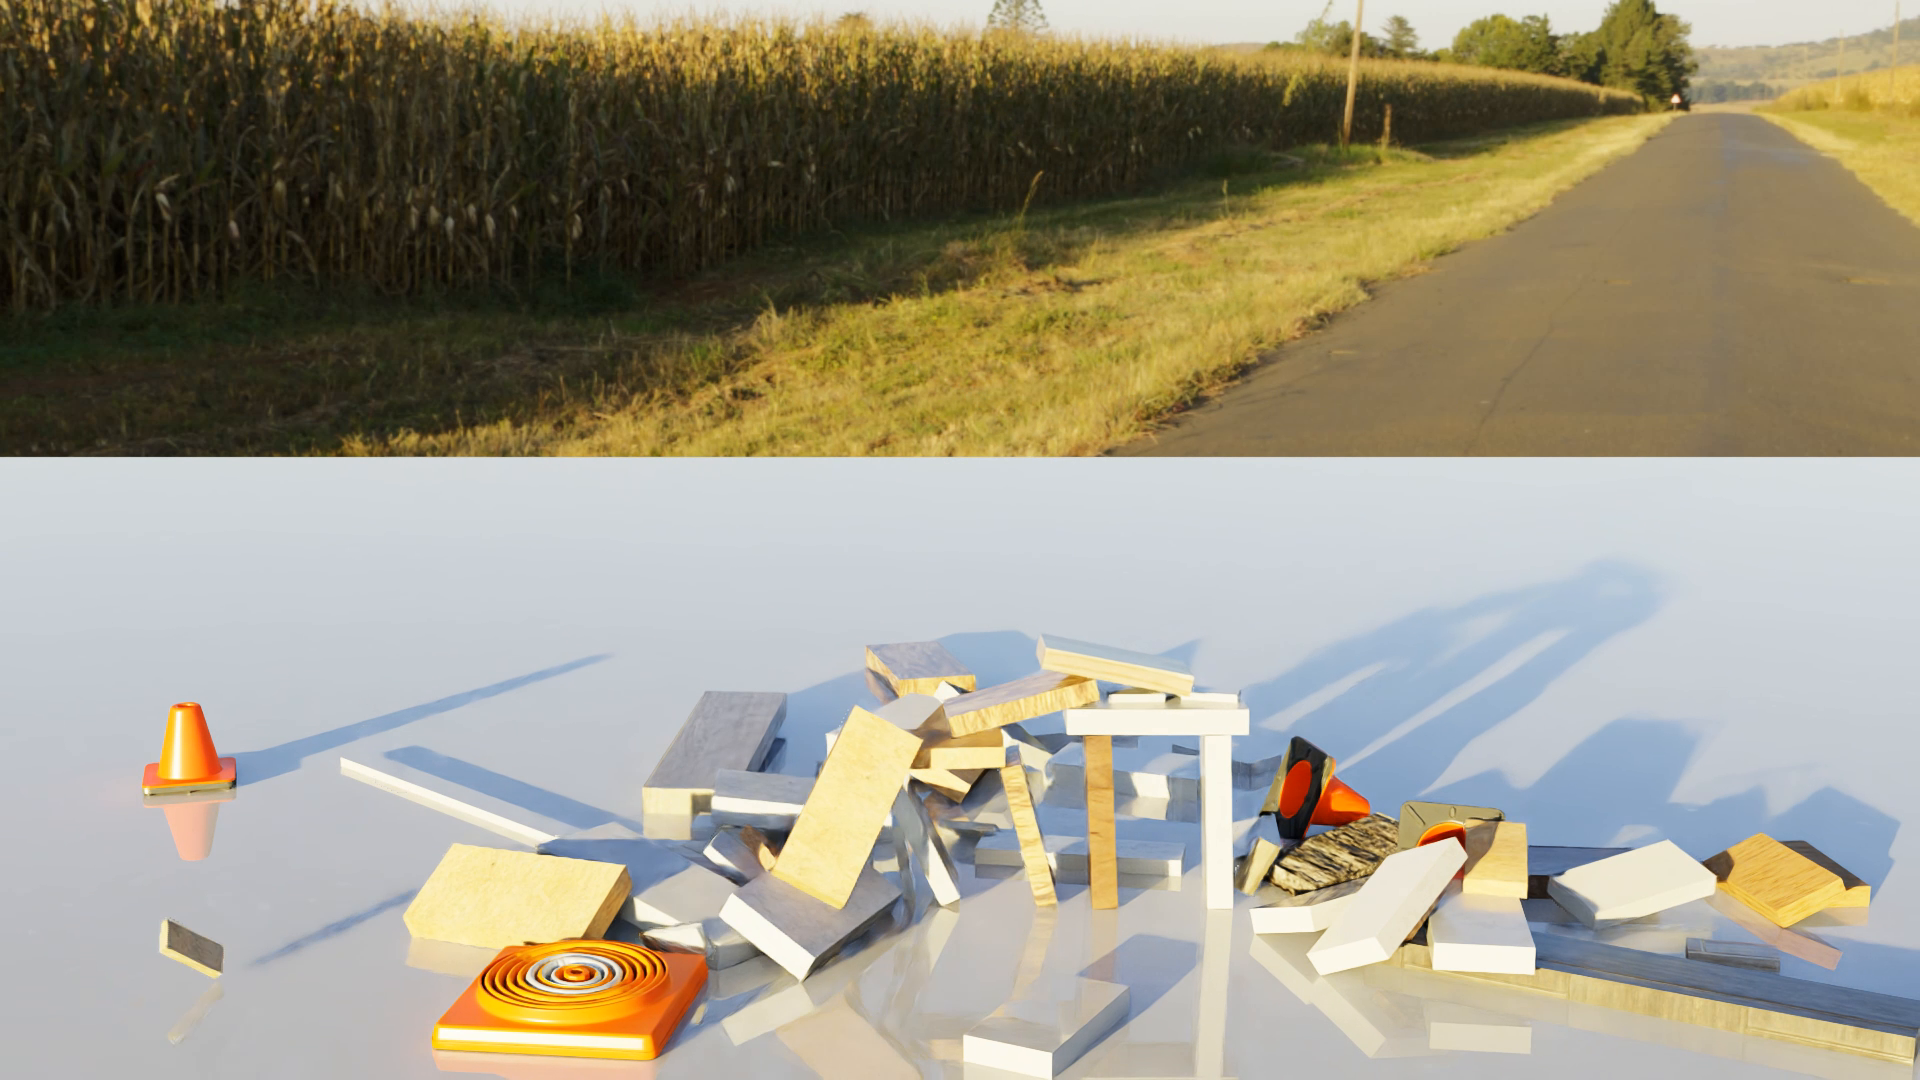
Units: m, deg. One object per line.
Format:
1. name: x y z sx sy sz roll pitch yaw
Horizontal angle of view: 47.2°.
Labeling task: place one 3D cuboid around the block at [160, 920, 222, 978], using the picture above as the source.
1. block: -1.145 0.610 3.278 0.015 0.104 0.052 -35 42 16

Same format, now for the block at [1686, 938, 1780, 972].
1. block: 1.184 0.636 3.372 0.132 0.019 0.066 3 11 15

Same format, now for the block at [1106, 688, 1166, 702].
1. block: 0.288 0.254 3.606 0.092 0.013 0.046 0 11 -2

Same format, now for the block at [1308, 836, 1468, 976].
1. block: 0.654 0.557 3.355 0.138 0.039 0.275 -28 7 46

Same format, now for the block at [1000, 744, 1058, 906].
1. block: 0.112 0.471 3.645 0.034 0.241 0.121 -15 10 3

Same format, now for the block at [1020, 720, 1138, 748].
1. block: 0.160 0.406 4.581 0.415 0.029 0.101 -3 11 -18

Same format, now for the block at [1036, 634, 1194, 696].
1. block: 0.252 0.204 3.607 0.245 0.035 0.122 11 8 -5

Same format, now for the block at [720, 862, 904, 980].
1. block: -0.228 0.569 3.445 0.161 0.046 0.322 35 21 14

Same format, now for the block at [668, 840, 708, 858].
1. block: -0.436 0.557 3.778 0.087 0.025 0.174 -9 14 -41

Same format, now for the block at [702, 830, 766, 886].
1. block: -0.360 0.541 3.640 0.132 0.019 0.066 41 20 -2

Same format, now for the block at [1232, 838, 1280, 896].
1. block: 0.490 0.543 3.653 0.013 0.092 0.046 39 -10 -33

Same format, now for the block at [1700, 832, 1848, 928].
1. block: 1.338 0.559 3.624 0.119 0.034 0.239 -25 14 -6

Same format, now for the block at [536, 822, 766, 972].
1. block: -0.475 0.564 3.522 0.447 0.046 0.161 19 20 39

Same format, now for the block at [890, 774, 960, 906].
1. block: -0.069 0.476 3.645 0.034 0.241 0.121 -25 10 4

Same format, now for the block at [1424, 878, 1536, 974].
1. block: 0.786 0.586 3.355 0.145 0.041 0.290 1 11 8

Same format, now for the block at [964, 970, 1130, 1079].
1. block: 0.125 0.678 3.091 0.133 0.038 0.266 5 12 27

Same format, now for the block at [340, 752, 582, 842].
1. block: -0.863 0.503 4.088 0.994 0.017 0.061 10 15 43

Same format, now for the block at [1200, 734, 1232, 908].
1. block: 0.424 0.446 3.641 0.041 0.292 0.146 -1 10 3

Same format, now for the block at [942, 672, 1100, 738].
1. block: 0.098 0.261 3.599 0.245 0.035 0.122 -14 10 -3

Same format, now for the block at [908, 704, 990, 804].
1. block: -0.017 0.415 4.306 0.154 0.044 0.309 31 16 7

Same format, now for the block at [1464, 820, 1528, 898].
1. block: 0.852 0.505 3.498 0.095 0.027 0.191 2 22 13

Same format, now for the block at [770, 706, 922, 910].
1. block: -0.177 0.419 3.470 0.122 0.303 0.035 28 -28 -4

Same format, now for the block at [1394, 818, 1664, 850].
1. block: 0.970 0.534 3.869 0.514 0.038 0.133 1 11 5

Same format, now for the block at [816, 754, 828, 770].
1. block: -0.237 0.440 4.430 0.061 0.017 0.121 4 11 20

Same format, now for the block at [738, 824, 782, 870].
1. block: -0.312 0.542 3.726 0.087 0.025 0.192 38 -4 -21

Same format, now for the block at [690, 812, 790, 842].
1. block: -0.393 0.520 3.980 0.174 0.025 0.087 1 11 5

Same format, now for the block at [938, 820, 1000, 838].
1. block: 0.017 0.519 3.943 0.103 0.015 0.052 3 -22 14

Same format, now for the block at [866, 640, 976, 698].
1. block: -0.095 0.301 5.090 0.175 0.049 0.349 -3 11 -15

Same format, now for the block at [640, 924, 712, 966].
1. block: -0.428 0.612 3.329 0.103 0.052 0.015 -13 17 27

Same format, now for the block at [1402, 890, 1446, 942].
1. block: 0.685 0.572 3.354 0.066 0.019 0.132 -29 6 43

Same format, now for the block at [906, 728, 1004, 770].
1. block: -0.049 0.344 3.623 0.241 0.034 0.121 -1 10 -1

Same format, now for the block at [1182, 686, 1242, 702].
1. block: 0.413 0.253 3.613 0.092 0.013 0.046 3 11 14

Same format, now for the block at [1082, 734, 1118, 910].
1. block: 0.230 0.446 3.640 0.041 0.293 0.146 -3 11 1

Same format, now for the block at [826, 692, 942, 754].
1. block: -0.120 0.386 4.505 0.154 0.044 0.309 7 16 32

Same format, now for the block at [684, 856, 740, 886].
1. block: -0.432 0.555 3.671 0.148 0.021 0.074 2 15 13

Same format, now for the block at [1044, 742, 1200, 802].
1. block: 0.336 0.451 4.296 0.309 0.044 0.154 4 11 22

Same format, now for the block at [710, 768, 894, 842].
1. block: -0.273 0.482 4.001 0.349 0.049 0.175 6 10 -4

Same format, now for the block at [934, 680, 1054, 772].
1. block: 0.070 0.373 4.415 0.133 0.038 0.266 26 7 -39

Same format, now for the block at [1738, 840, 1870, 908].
1. block: 1.424 0.563 3.720 0.119 0.034 0.239 -1 11 -5

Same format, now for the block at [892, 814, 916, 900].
1. block: -0.093 0.526 3.655 0.018 0.129 0.064 -9 10 1

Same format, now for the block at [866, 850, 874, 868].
1. block: -0.158 0.526 3.656 0.018 0.129 0.064 -6 11 -10

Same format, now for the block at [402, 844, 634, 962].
1. block: -0.694 0.568 3.455 0.322 0.046 0.161 3 39 23

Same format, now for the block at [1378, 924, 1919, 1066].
1. block: 0.995 0.649 3.239 0.779 0.041 0.145 6 12 29

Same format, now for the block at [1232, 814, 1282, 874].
1. block: 0.514 0.531 3.853 0.095 0.027 0.191 -13 9 7

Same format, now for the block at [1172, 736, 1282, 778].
1. block: 0.536 0.435 4.427 0.101 0.029 0.202 -10 14 -42

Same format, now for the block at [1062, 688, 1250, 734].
1. block: 0.319 0.280 3.612 0.292 0.041 0.146 0 11 0

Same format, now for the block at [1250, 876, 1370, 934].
1. block: 0.613 0.579 3.512 0.275 0.039 0.138 -8 -5 -35

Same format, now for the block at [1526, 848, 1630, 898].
1. block: 1.018 0.562 3.708 0.290 0.041 0.145 1 11 4

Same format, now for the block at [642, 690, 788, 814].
1. block: -0.480 0.417 4.394 0.175 0.049 0.625 1 13 4

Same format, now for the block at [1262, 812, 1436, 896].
1. block: 0.657 0.539 3.721 0.275 0.039 0.138 -14 21 -31

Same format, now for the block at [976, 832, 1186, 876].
1. block: 0.211 0.546 3.832 0.357 0.027 0.095 2 11 11

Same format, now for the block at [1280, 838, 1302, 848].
1. block: 0.618 0.547 3.852 0.132 0.019 0.066 3 11 13

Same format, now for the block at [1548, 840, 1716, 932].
1. block: 1.092 0.561 3.576 0.238 0.034 0.119 -12 27 -19
